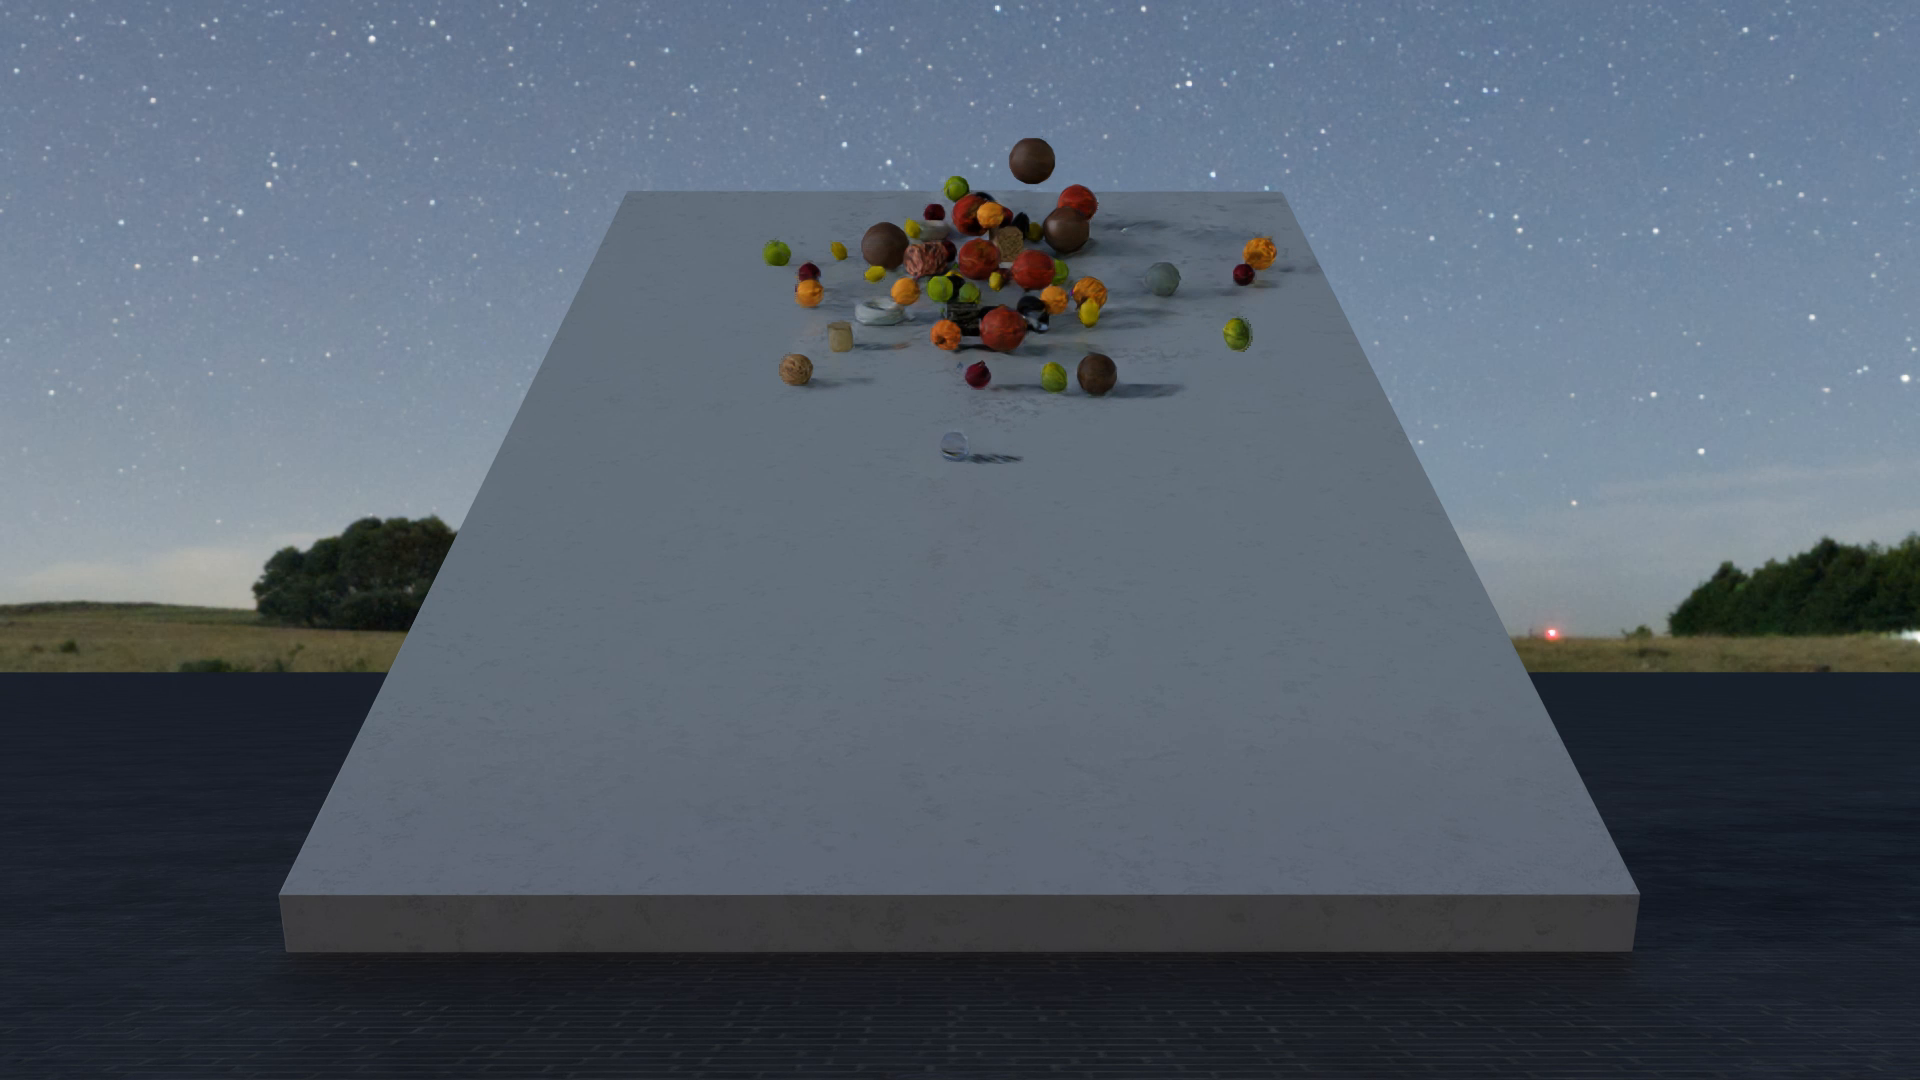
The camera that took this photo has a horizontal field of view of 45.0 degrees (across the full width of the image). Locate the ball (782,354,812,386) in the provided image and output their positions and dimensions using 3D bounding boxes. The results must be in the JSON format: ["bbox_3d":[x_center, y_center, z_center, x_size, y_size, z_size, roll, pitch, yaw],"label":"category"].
[{"bbox_3d":[-0.382,-0.401,5.440,0.074,0.074,0.074,0,-3,0],"label":"ball"}]

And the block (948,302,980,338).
[{"bbox_3d":[0.009,-0.553,5.802,0.068,0.068,0.068,-5,24,-11],"label":"block"}]

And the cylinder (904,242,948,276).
[{"bbox_3d":[-0.093,-0.758,6.249,0.085,0.085,0.085,3,-4,-38],"label":"cylinder"}]

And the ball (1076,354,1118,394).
[{"bbox_3d":[0.319,-0.386,5.384,0.095,0.095,0.095,0,-3,0],"label":"ball"}]

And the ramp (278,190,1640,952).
[{"bbox_3d":[-0.008,-0.227,5.258,2.000,0.100,4.000,0,23,0],"label":"ramp"}]

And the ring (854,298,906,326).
[{"bbox_3d":[-0.203,-0.579,5.893,0.131,0.044,0.131,-1,25,0],"label":"ring"}]

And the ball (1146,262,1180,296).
[{"bbox_3d":[0.533,-0.686,6.083,0.091,0.091,0.091,0,-3,0],"label":"ball"}]

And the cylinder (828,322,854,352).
[{"bbox_3d":[-0.294,-0.500,5.686,0.059,0.059,0.059,-2,25,1],"label":"cylinder"}]

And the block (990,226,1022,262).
[{"bbox_3d":[0.127,-0.817,6.405,0.076,0.076,0.076,-6,24,-13],"label":"block"}]

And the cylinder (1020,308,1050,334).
[{"bbox_3d":[0.188,-0.550,5.815,0.054,0.054,0.054,19,9,37],"label":"cylinder"}]

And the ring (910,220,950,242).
[{"bbox_3d":[-0.086,-0.882,6.601,0.118,0.039,0.118,0,25,0],"label":"ring"}]

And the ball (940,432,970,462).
[{"bbox_3d":[-0.011,-0.200,4.990,0.065,0.065,0.065,0,-3,0],"label":"ball"}]
